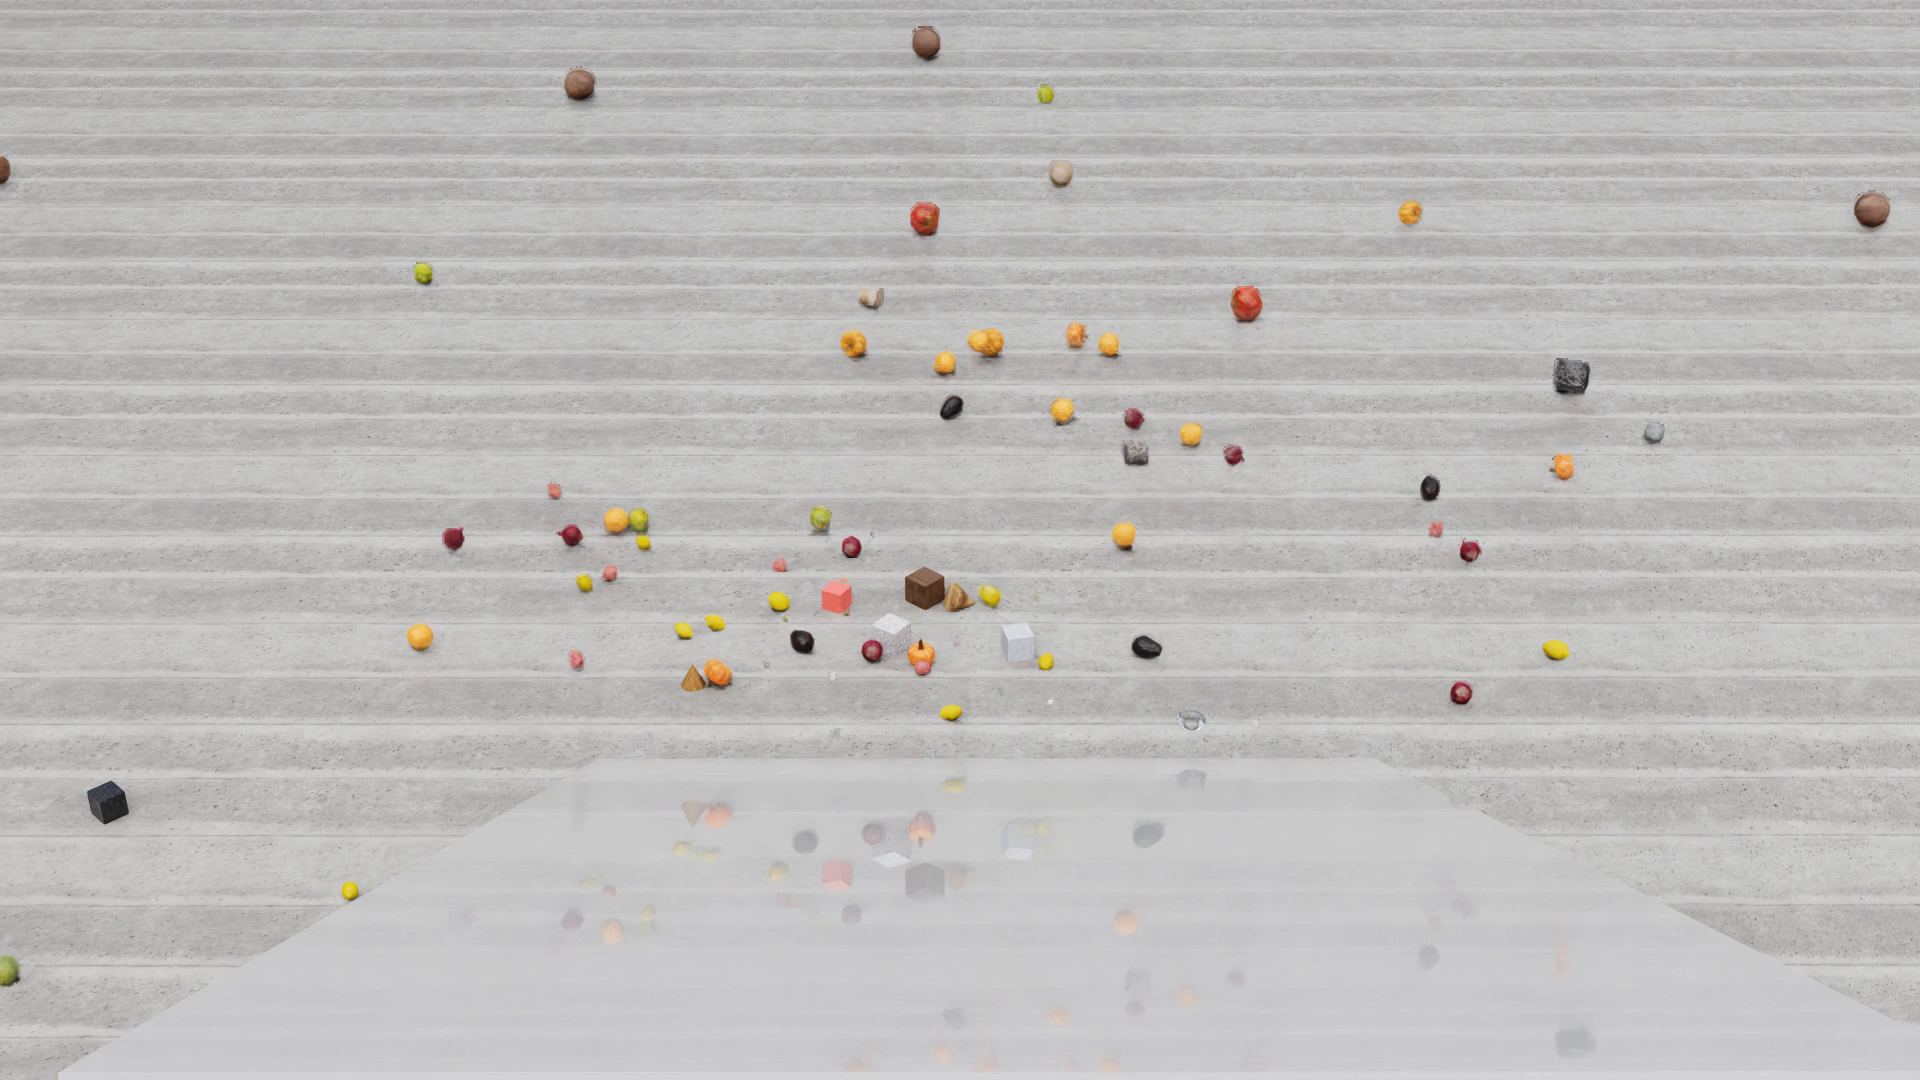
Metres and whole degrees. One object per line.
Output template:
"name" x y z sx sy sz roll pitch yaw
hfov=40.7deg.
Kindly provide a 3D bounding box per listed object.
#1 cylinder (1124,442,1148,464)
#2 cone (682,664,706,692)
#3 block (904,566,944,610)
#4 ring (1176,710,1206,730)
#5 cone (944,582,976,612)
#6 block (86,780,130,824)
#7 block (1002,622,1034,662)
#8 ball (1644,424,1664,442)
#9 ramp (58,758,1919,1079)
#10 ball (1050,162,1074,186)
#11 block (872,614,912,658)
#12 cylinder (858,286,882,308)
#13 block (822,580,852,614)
"cylinder" 0.557 -0.276 8.195 0.070 0.070 0.070 -4 31 -6
"cone" -0.733 0.369 7.103 0.068 0.068 0.068 0 31 0
"block" -0.102 0.140 7.479 0.080 0.080 0.080 25 39 36
"ring" 0.621 0.485 6.948 0.080 0.027 0.080 1 29 0
"cone" 0.013 0.173 7.465 0.085 0.085 0.085 14 21 -31
"block" -2.170 0.668 6.594 0.069 0.069 0.069 -26 39 -37
"block" 0.161 0.286 7.236 0.075 0.075 0.075 -7 31 -12
"ball" 2.231 -0.343 8.316 0.062 0.062 0.062 0 31 0
"ramp" 0.068 0.606 4.672 2.000 0.100 4.000 0 0 0
"ball" 0.397 -1.436 10.137 0.096 0.096 0.096 0 31 0
"block" -0.192 0.269 7.262 0.080 0.080 0.080 21 36 31
"cylinder" -0.317 -0.862 9.194 0.065 0.065 0.065 12 33 20
"block" -0.355 0.165 7.455 0.062 0.062 0.062 15 34 24
